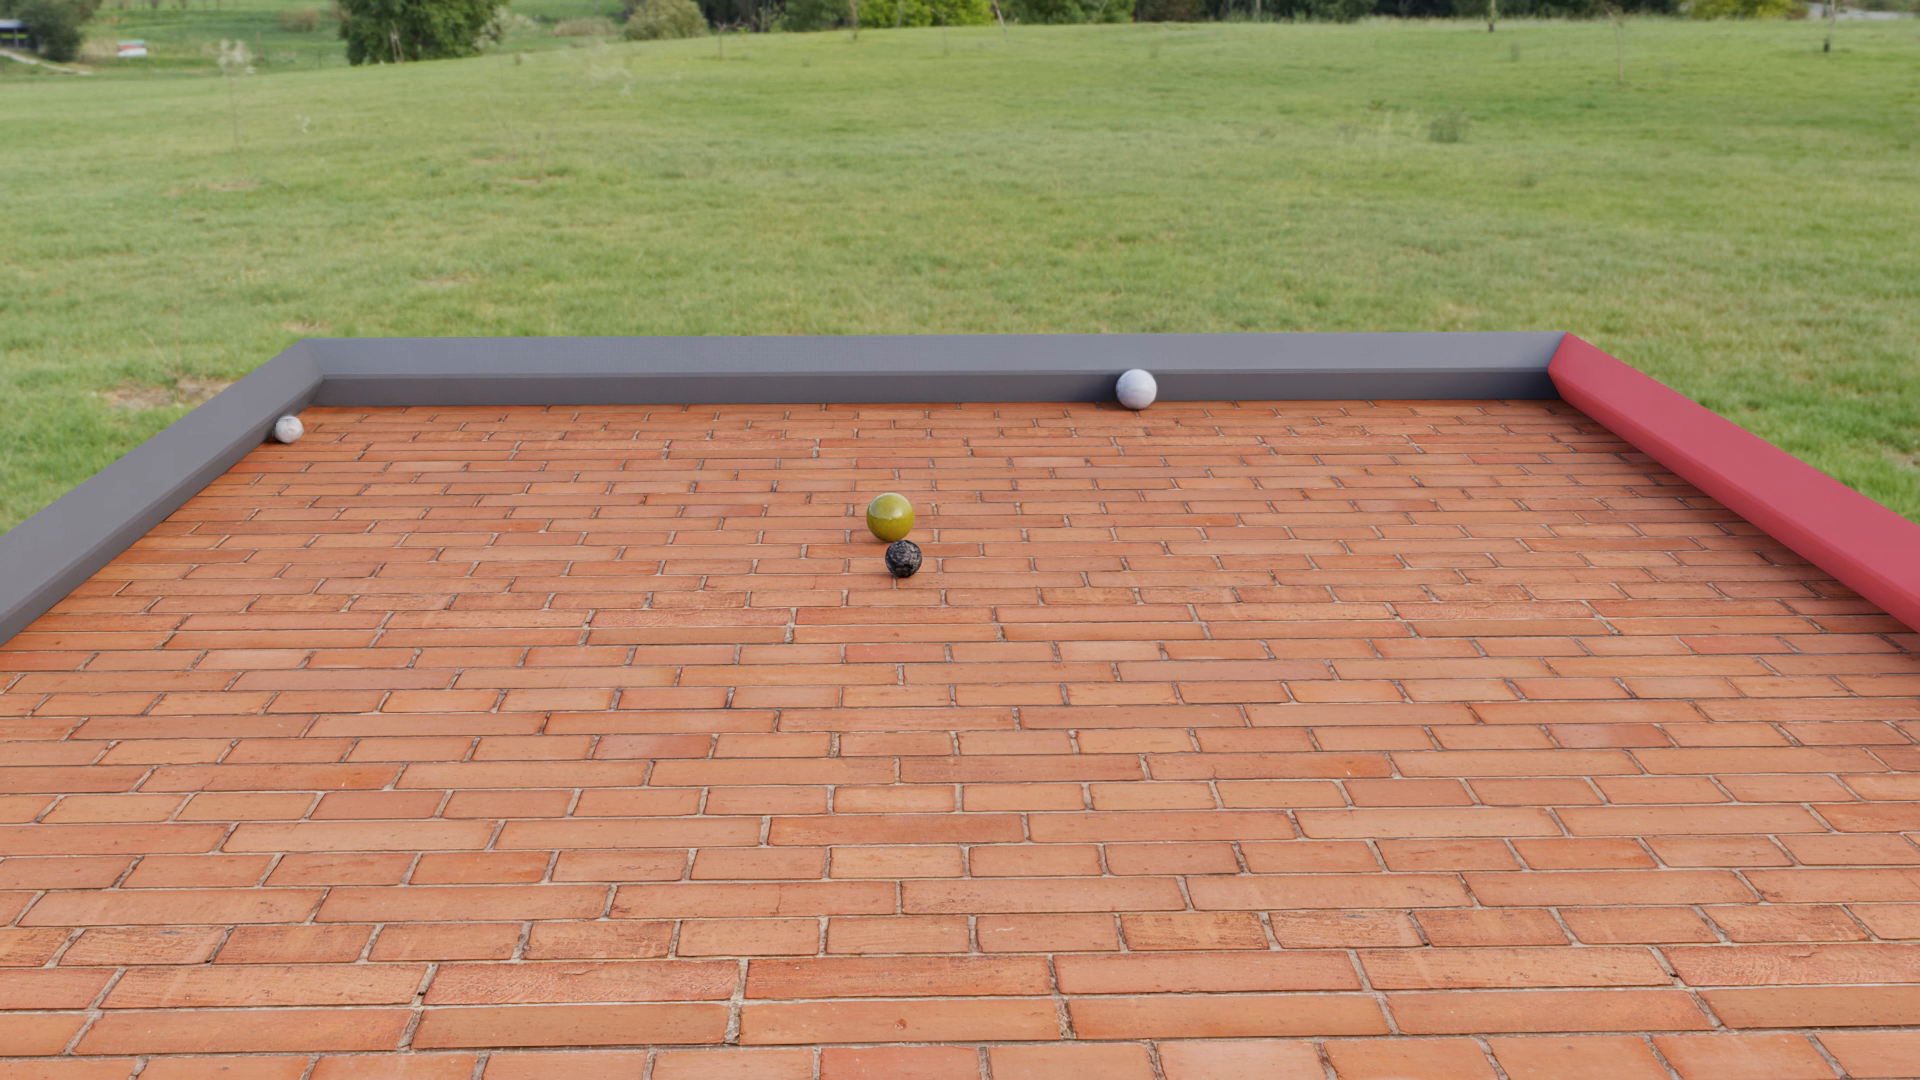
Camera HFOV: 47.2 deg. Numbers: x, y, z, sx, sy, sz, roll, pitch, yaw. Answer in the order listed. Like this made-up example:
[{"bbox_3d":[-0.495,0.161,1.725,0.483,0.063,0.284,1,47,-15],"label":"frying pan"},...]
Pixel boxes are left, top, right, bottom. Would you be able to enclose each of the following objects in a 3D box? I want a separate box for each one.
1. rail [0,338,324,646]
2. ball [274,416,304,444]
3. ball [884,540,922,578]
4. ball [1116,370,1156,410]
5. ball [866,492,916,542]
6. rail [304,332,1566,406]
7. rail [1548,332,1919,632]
[{"bbox_3d":[-1.092,0.259,1.865,0.045,0.124,4.384,0,15,-2],"label":"rail"},{"bbox_3d":[-1.126,-0.185,3.688,0.048,0.048,0.048,0,15,0],"label":"ball"},{"bbox_3d":[-0.074,0.024,2.897,0.049,0.049,0.049,0,15,0],"label":"ball"},{"bbox_3d":[0.317,-0.271,3.960,0.074,0.074,0.074,0,15,0],"label":"ball"},{"bbox_3d":[-0.097,-0.032,3.070,0.069,0.069,0.069,0,15,0],"label":"ball"},{"bbox_3d":[-0.035,-0.307,3.995,2.303,0.124,0.045,0,15,-2],"label":"rail"},{"bbox_3d":[1.163,0.240,1.936,0.045,0.124,4.384,0,15,-2],"label":"rail"}]
